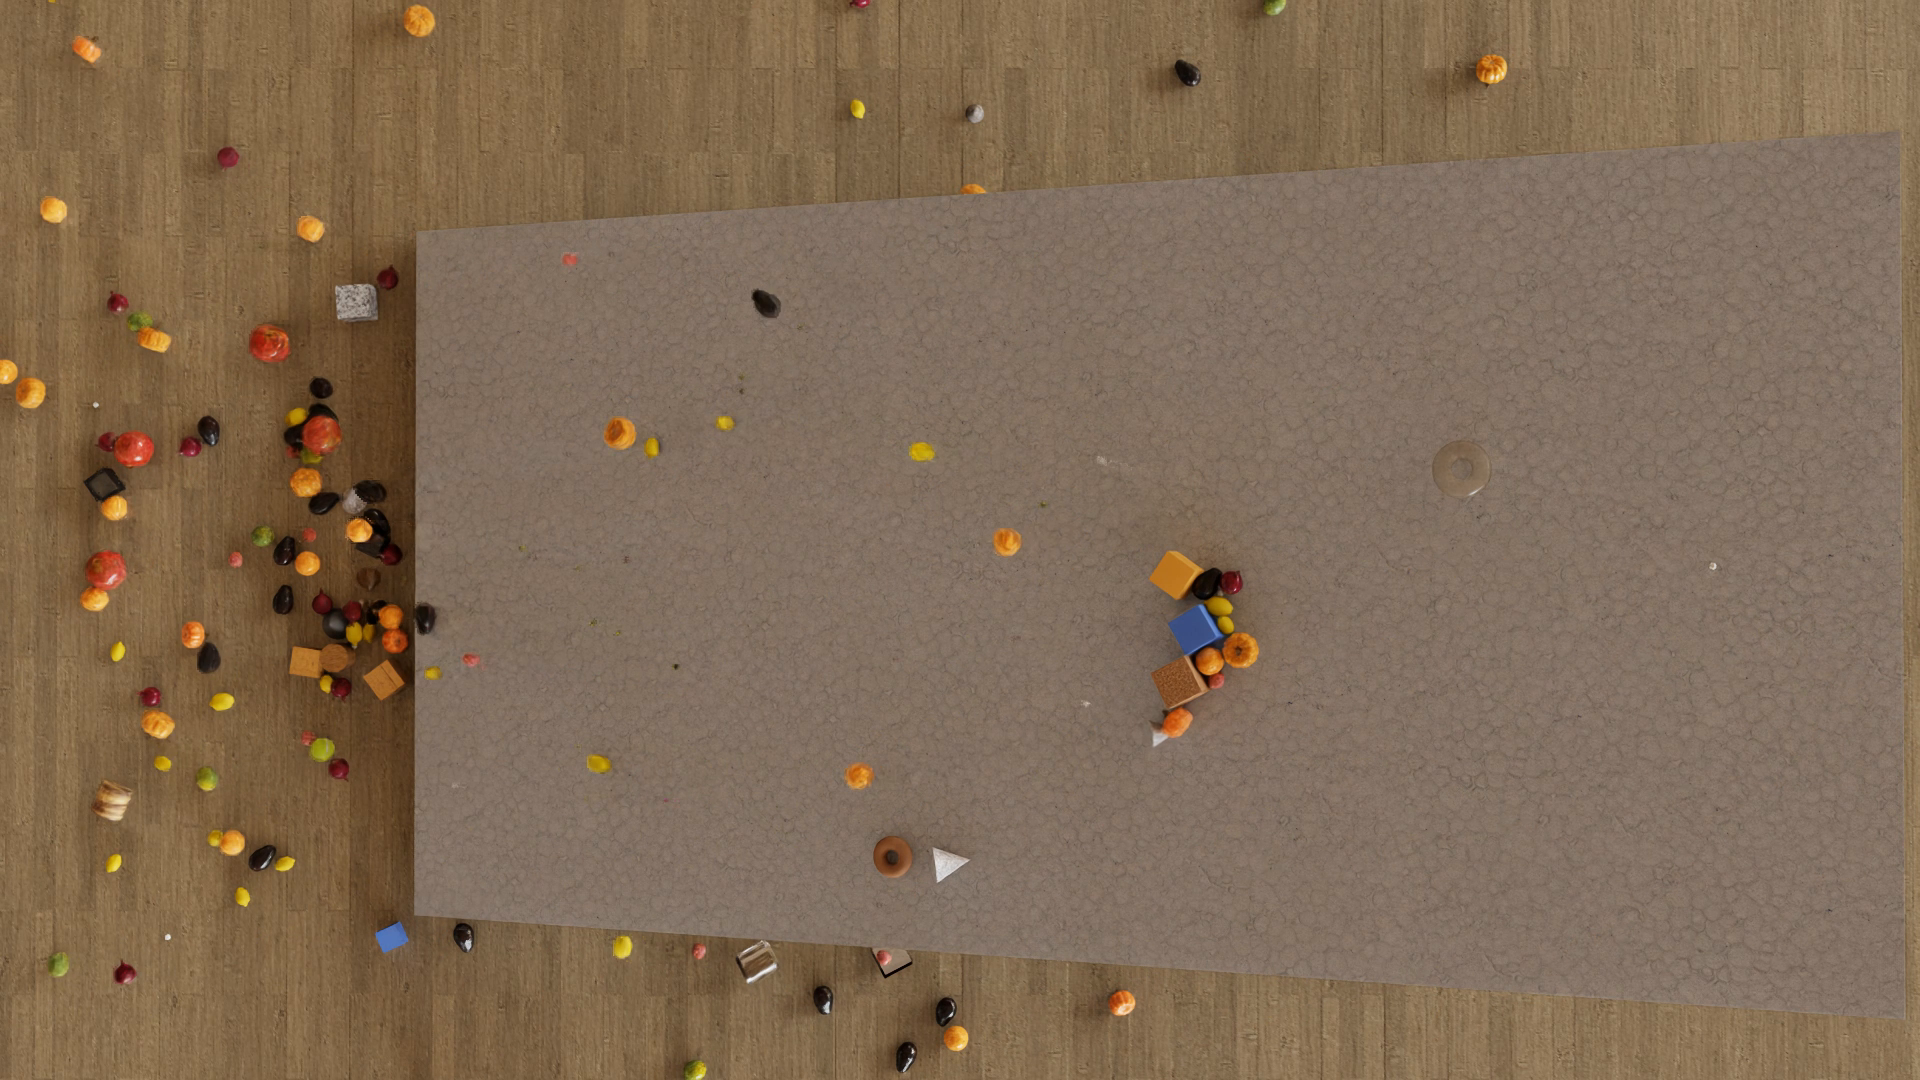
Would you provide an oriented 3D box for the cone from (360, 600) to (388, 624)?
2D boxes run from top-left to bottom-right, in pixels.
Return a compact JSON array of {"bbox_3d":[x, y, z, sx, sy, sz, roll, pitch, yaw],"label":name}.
[{"bbox_3d":[-1.752,0.196,6.505,0.080,0.080,0.080,29,89,27],"label":"cone"}]

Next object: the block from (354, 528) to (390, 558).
[{"bbox_3d":[-1.733,0.009,6.491,0.069,0.069,0.069,25,89,0],"label":"block"}]

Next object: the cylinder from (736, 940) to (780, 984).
[{"bbox_3d":[-0.594,1.241,6.462,0.096,0.096,0.096,-29,89,0],"label":"cylinder"}]

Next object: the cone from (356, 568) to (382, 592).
[{"bbox_3d":[-1.740,0.131,6.473,0.072,0.072,0.072,-8,124,-11],"label":"cone"}]

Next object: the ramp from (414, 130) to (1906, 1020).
[{"bbox_3d":[0.283,0.087,5.736,4.000,0.100,2.000,0,89,22],"label":"ramp"}]

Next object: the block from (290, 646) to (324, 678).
[{"bbox_3d":[-1.919,0.358,6.481,0.080,0.080,0.080,9,89,0],"label":"block"}]

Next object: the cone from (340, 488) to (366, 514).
[{"bbox_3d":[-1.799,-0.117,6.488,0.078,0.078,0.078,0,89,0],"label":"cone"}]

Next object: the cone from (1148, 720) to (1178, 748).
[{"bbox_3d":[0.517,0.487,5.566,0.072,0.072,0.072,-8,89,-5],"label":"cone"}]

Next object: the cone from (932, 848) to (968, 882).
[{"bbox_3d":[-0.020,0.846,5.770,0.096,0.096,0.096,-8,89,-5],"label":"cone"}]

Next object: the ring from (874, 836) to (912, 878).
[{"bbox_3d":[-0.178,0.841,5.837,0.111,0.037,0.111,0,91,21],"label":"ring"}]

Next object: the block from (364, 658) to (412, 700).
[{"bbox_3d":[-1.686,0.411,6.477,0.087,0.087,0.087,-37,89,0],"label":"block"}]

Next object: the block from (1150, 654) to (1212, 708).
[{"bbox_3d":[0.555,0.355,5.517,0.099,0.099,0.099,-29,79,19],"label":"block"}]

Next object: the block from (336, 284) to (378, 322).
[{"bbox_3d":[-1.779,-0.699,6.486,0.096,0.096,0.096,-4,89,0],"label":"block"}]

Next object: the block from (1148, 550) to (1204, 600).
[{"bbox_3d":[0.545,0.088,5.530,0.087,0.087,0.087,37,102,18],"label":"block"}]

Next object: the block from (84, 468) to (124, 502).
[{"bbox_3d":[-2.526,-0.162,6.492,0.071,0.071,0.071,-36,89,0],"label":"block"}]

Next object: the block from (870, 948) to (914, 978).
[{"bbox_3d":[-0.200,1.219,6.464,0.092,0.092,0.092,-28,89,0],"label":"block"}]

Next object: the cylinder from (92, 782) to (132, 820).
[{"bbox_3d":[-2.494,0.768,6.472,0.088,0.088,0.088,22,89,0],"label":"cylinder"}]

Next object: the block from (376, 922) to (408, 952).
[{"bbox_3d":[-1.674,1.170,6.479,0.064,0.064,0.064,-24,89,0],"label":"block"}]

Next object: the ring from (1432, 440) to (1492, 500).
[{"bbox_3d":[1.207,-0.170,5.291,0.143,0.048,0.143,0,90,21],"label":"ring"}]

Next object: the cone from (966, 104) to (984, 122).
[{"bbox_3d":[0.044,-1.269,6.514,0.055,0.055,0.055,0,89,0],"label":"cone"}]

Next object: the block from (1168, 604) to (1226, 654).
[{"bbox_3d":[0.593,0.224,5.507,0.091,0.091,0.091,-33,78,18],"label":"block"}]

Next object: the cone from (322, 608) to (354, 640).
[{"bbox_3d":[-1.845,0.248,6.476,0.093,0.093,0.093,0,89,0],"label":"cone"}]

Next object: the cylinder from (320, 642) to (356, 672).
[{"bbox_3d":[-1.834,0.346,6.479,0.084,0.084,0.084,0,89,0],"label":"cylinder"}]
